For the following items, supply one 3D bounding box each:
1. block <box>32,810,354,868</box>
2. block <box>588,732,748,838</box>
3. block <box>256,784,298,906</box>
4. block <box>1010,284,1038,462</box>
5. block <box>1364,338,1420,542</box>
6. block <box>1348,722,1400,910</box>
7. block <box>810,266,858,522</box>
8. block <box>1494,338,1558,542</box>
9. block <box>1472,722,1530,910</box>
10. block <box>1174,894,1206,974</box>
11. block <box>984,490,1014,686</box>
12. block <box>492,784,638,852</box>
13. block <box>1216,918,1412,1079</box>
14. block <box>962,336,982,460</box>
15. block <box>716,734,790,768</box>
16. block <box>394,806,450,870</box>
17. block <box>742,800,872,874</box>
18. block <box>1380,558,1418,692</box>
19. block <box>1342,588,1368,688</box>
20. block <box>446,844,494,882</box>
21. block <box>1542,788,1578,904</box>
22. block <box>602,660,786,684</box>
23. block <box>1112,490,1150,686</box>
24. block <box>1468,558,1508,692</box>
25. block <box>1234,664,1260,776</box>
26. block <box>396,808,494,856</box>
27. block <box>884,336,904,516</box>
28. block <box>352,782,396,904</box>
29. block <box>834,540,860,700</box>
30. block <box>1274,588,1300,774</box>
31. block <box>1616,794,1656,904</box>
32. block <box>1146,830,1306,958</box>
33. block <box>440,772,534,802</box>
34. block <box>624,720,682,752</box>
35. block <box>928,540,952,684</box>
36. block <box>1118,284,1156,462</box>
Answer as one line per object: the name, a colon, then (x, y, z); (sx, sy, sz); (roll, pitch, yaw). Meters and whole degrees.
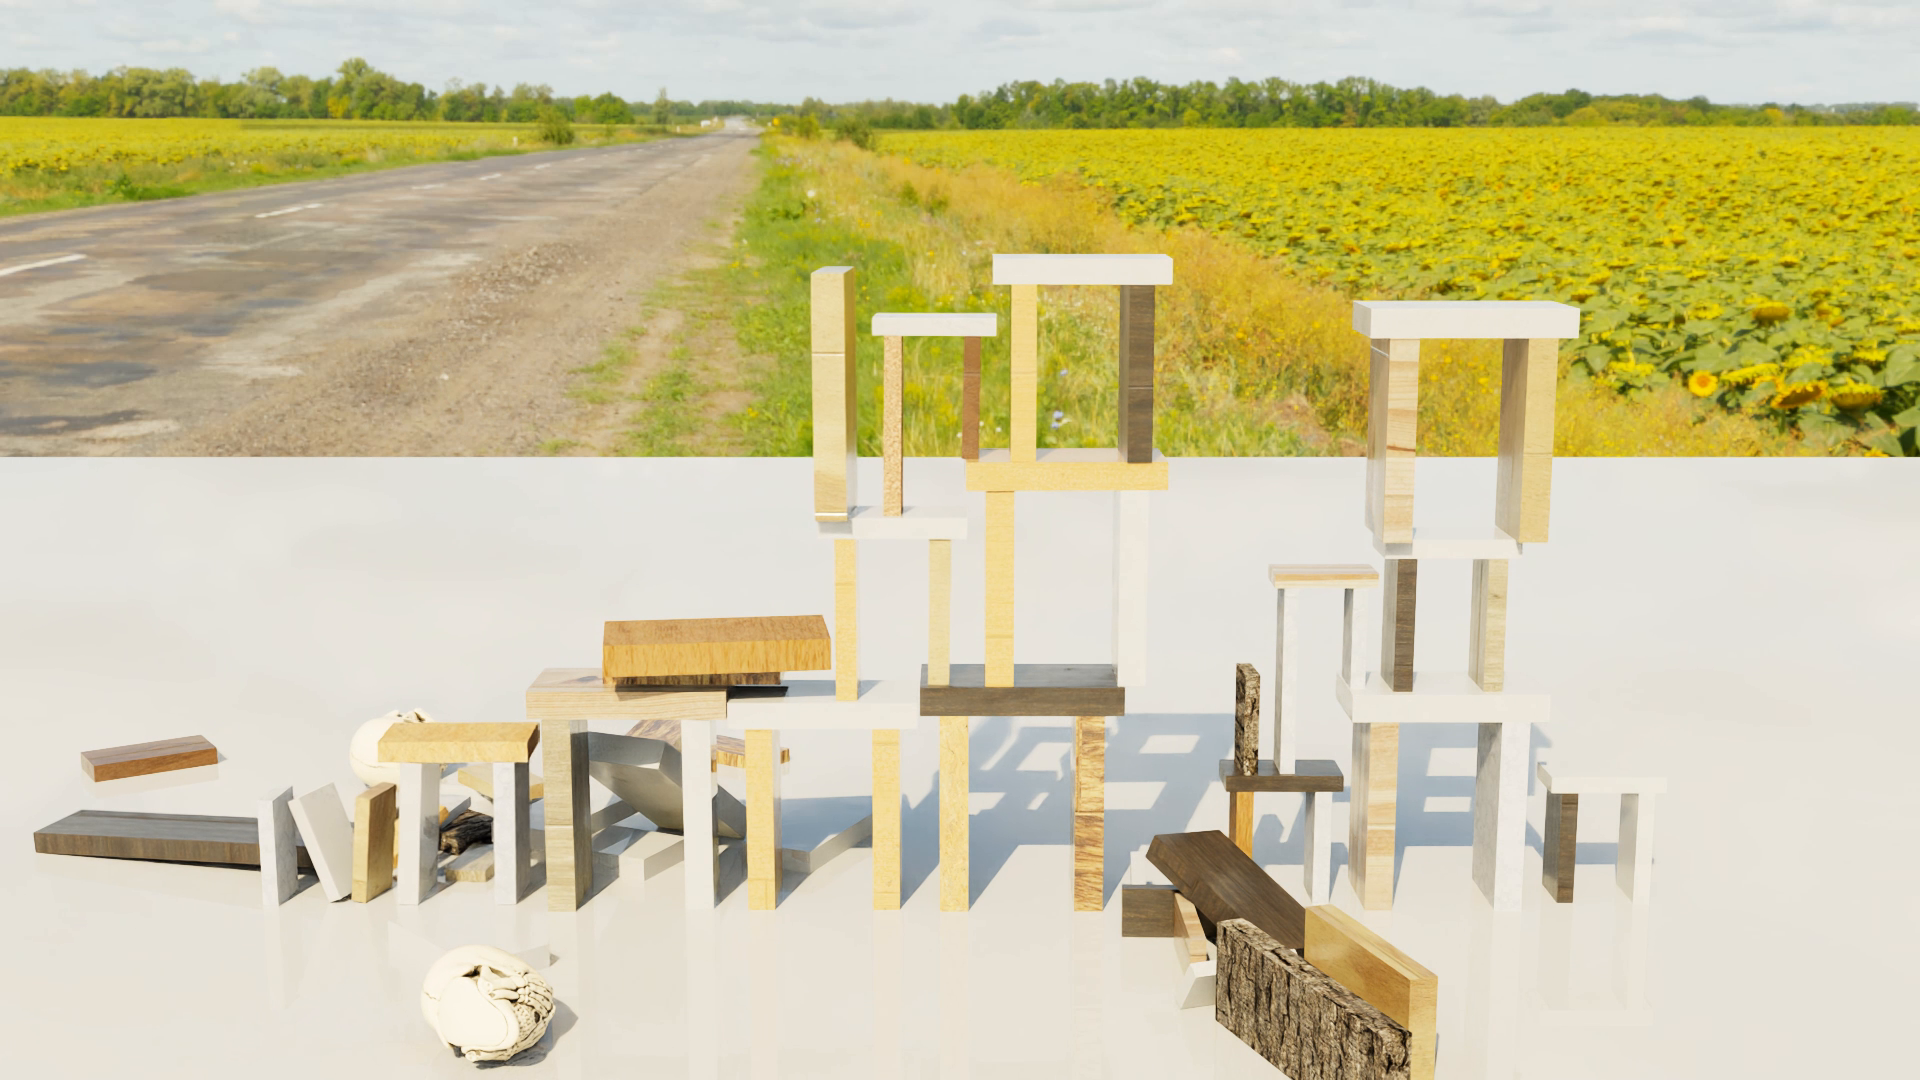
block: (-1.315, 0.522, 3.847); (0.622, 0.037, 0.130); (0, 12, 16)
block: (-0.521, 0.430, 3.847); (0.180, 0.051, 0.359); (4, -24, 23)
block: (-1.127, 0.505, 3.636); (0.026, 0.180, 0.090); (1, 11, 4)
block: (0.100, -0.273, 3.507); (0.039, 0.278, 0.139); (0, 11, 0)
block: (0.691, -0.169, 3.523); (0.046, 0.323, 0.162); (0, 11, 0)
block: (0.683, 0.434, 3.639); (0.045, 0.317, 0.158); (0, 11, 0)
block: (-0.199, -0.237, 3.512); (0.051, 0.388, 0.180); (0, 11, 3)
block: (0.907, -0.169, 3.524); (0.046, 0.323, 0.162); (0, 11, 0)
block: (0.894, 0.434, 3.639); (0.045, 0.317, 0.158); (0, 11, 0)
block: (0.348, 0.610, 3.332); (0.024, 0.084, 0.204); (0, 11, -1)
block: (0.063, 0.064, 3.576); (0.045, 0.319, 0.159); (0, 11, 0)
block: (-0.695, 0.490, 3.898); (0.131, 0.037, 0.261); (5, 12, 26)
block: (0.464, 0.650, 2.942); (0.042, 0.148, 0.437); (-4, 11, -21)
block: (0.018, -0.233, 3.520); (0.028, 0.195, 0.098); (1, 11, 0)
block: (-0.448, 0.431, 4.452); (0.187, 0.027, 0.094); (7, 13, 33)
block: (-0.967, 0.514, 3.849); (0.071, 0.020, 0.141); (8, 41, 36)
block: (-0.263, 0.525, 3.914); (0.135, 0.038, 0.271); (5, 12, 24)
block: (0.714, 0.127, 3.580); (0.031, 0.219, 0.109); (0, 11, 0)
block: (0.645, 0.152, 3.592); (0.024, 0.167, 0.083); (0, 11, 0)
block: (-0.829, 0.557, 3.794); (0.071, 0.020, 0.141); (1, 11, 7)
block: (0.997, 0.497, 3.653); (0.027, 0.188, 0.094); (0, 11, 0)
block: (-0.435, 0.204, 3.636); (0.289, 0.038, 0.135); (0, 11, 1)
block: (0.276, 0.064, 3.575); (0.045, 0.319, 0.159); (0, 11, 0)
block: (0.860, 0.127, 3.580); (0.031, 0.219, 0.109); (0, 11, 0)
block: (0.471, 0.293, 3.609); (0.024, 0.167, 0.084); (-1, 11, -3)
block: (-0.926, 0.517, 3.968); (0.236, 0.033, 0.118); (9, 14, 40)
block: (-0.107, -0.188, 3.527); (0.028, 0.287, 0.098); (1, 11, 0)
block: (-0.972, 0.501, 3.650); (0.026, 0.180, 0.090); (8, 12, 13)
block: (-0.183, 0.118, 3.578); (0.034, 0.265, 0.119); (0, 11, 0)
block: (0.535, 0.222, 3.605); (0.024, 0.309, 0.083); (0, 11, 0)
block: (1.122, 0.497, 3.653); (0.027, 0.188, 0.094); (0, 11, 0)
block: (0.436, 0.555, 3.400); (0.148, 0.042, 0.295); (2, 28, -40)
block: (-0.901, 0.475, 4.216); (0.187, 0.027, 0.094); (3, 11, 18)
block: (-0.622, 0.408, 4.557); (0.118, 0.033, 0.236); (2, 11, 8)
block: (-0.033, 0.104, 3.575); (0.034, 0.239, 0.119); (1, 11, 0)
block: (0.280, -0.271, 3.498); (0.039, 0.278, 0.139); (0, 11, -2)
